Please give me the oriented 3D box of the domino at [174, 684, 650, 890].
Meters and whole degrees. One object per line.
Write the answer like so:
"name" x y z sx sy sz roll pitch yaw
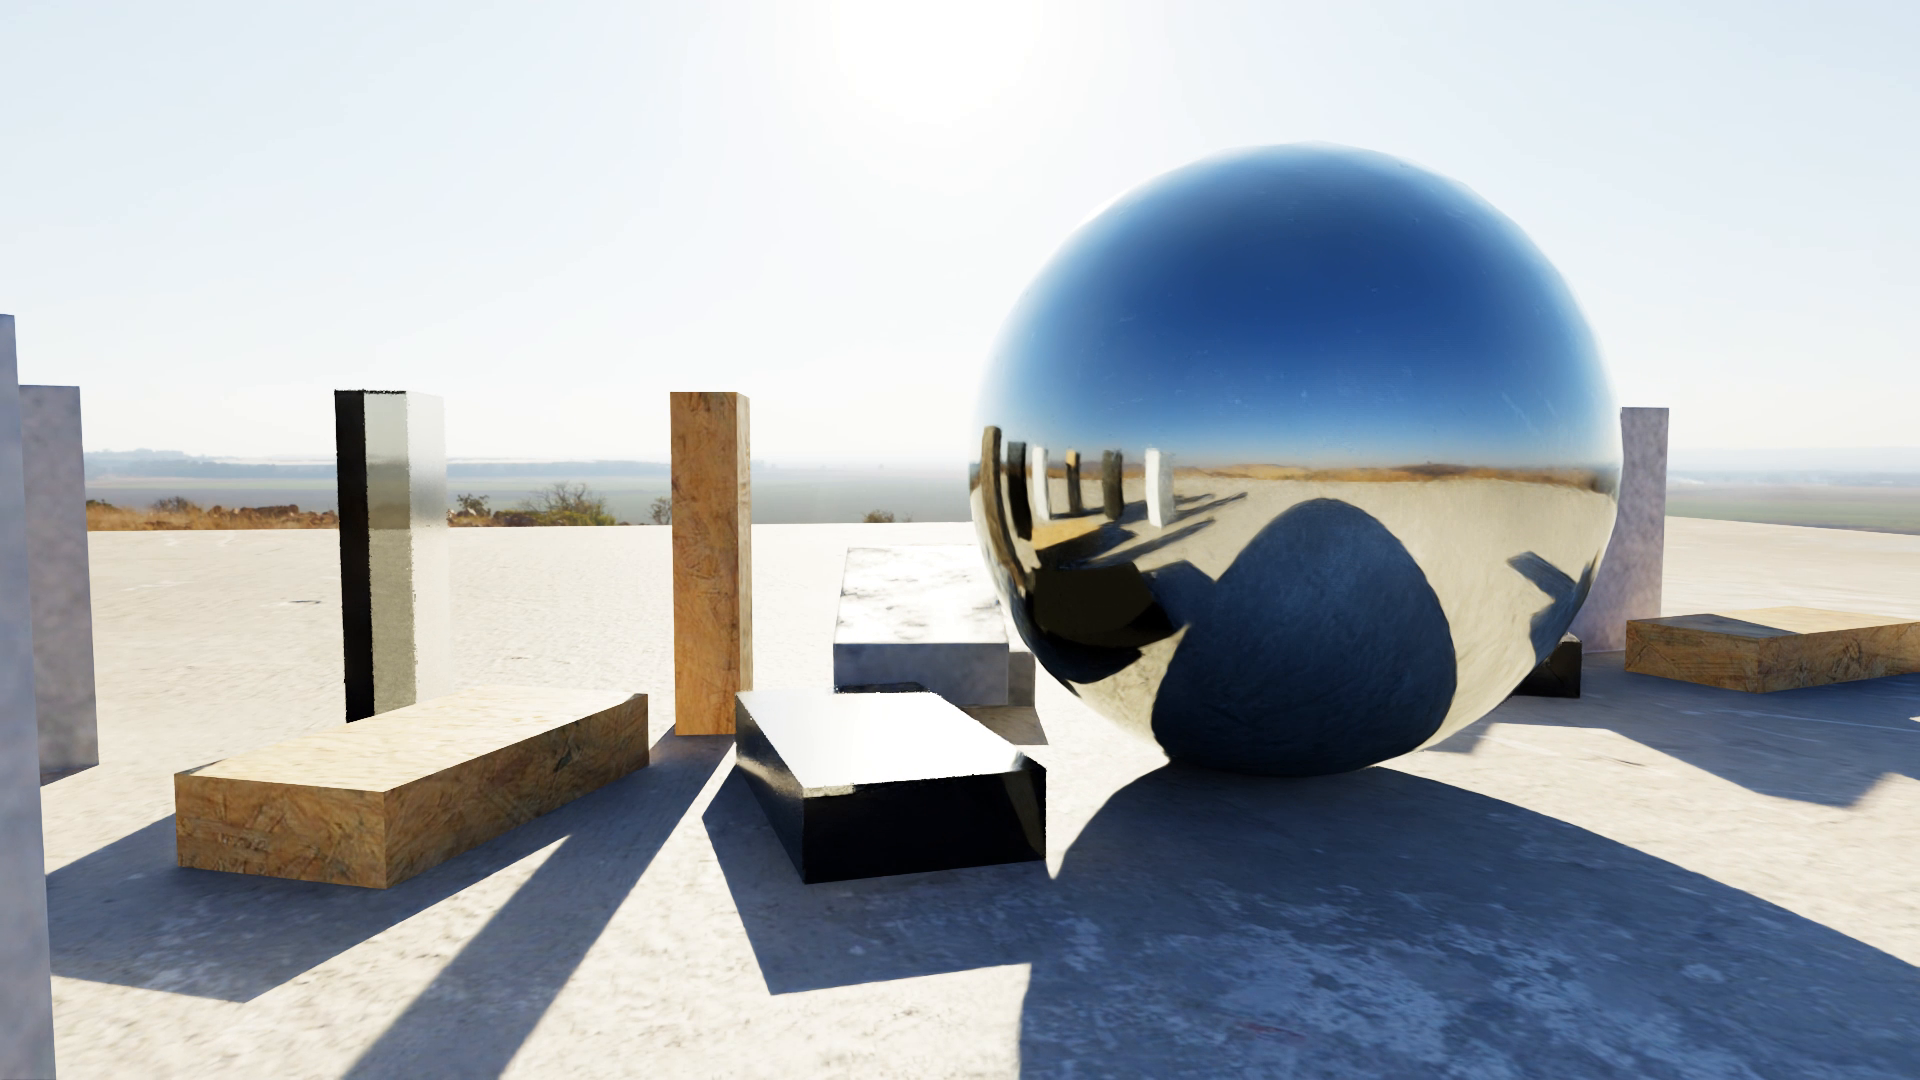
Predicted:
"domino" -0.060 0.027 0.150 0.025 0.009 0.050 1 4 16

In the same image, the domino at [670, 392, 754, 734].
"domino" -0.038 0.003 0.199 0.009 0.050 0.025 0 4 -5

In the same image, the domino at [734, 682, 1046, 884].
"domino" -0.011 0.027 0.151 0.025 0.010 0.050 -1 4 -17

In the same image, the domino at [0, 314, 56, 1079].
"domino" -0.064 0.013 0.067 0.010 0.050 0.025 2 5 21

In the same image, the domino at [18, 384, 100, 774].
"domino" -0.127 0.005 0.174 0.025 0.050 0.009 4 6 44

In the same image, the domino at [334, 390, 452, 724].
"domino" -0.085 0.003 0.193 0.010 0.050 0.025 -1 4 -11

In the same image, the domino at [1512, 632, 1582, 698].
"domino" 0.099 0.020 0.242 0.025 0.010 0.050 1 4 16

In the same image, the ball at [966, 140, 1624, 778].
"ball" 0.041 -0.010 0.166 0.080 0.080 0.080 0 4 0

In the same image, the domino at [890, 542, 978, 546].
"domino" -0.003 0.012 0.278 0.025 0.009 0.050 0 16 -3

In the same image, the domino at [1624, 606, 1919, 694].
"domino" 0.153 0.020 0.241 0.050 0.010 0.025 -2 5 -26

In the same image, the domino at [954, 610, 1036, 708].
"domino" -0.002 0.016 0.230 0.025 0.010 0.050 0 16 -3

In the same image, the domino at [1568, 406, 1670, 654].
"domino" 0.133 -0.002 0.266 0.025 0.050 0.009 -2 5 -20

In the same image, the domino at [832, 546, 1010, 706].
"domino" -0.007 0.012 0.206 0.025 0.009 0.050 0 16 -2
